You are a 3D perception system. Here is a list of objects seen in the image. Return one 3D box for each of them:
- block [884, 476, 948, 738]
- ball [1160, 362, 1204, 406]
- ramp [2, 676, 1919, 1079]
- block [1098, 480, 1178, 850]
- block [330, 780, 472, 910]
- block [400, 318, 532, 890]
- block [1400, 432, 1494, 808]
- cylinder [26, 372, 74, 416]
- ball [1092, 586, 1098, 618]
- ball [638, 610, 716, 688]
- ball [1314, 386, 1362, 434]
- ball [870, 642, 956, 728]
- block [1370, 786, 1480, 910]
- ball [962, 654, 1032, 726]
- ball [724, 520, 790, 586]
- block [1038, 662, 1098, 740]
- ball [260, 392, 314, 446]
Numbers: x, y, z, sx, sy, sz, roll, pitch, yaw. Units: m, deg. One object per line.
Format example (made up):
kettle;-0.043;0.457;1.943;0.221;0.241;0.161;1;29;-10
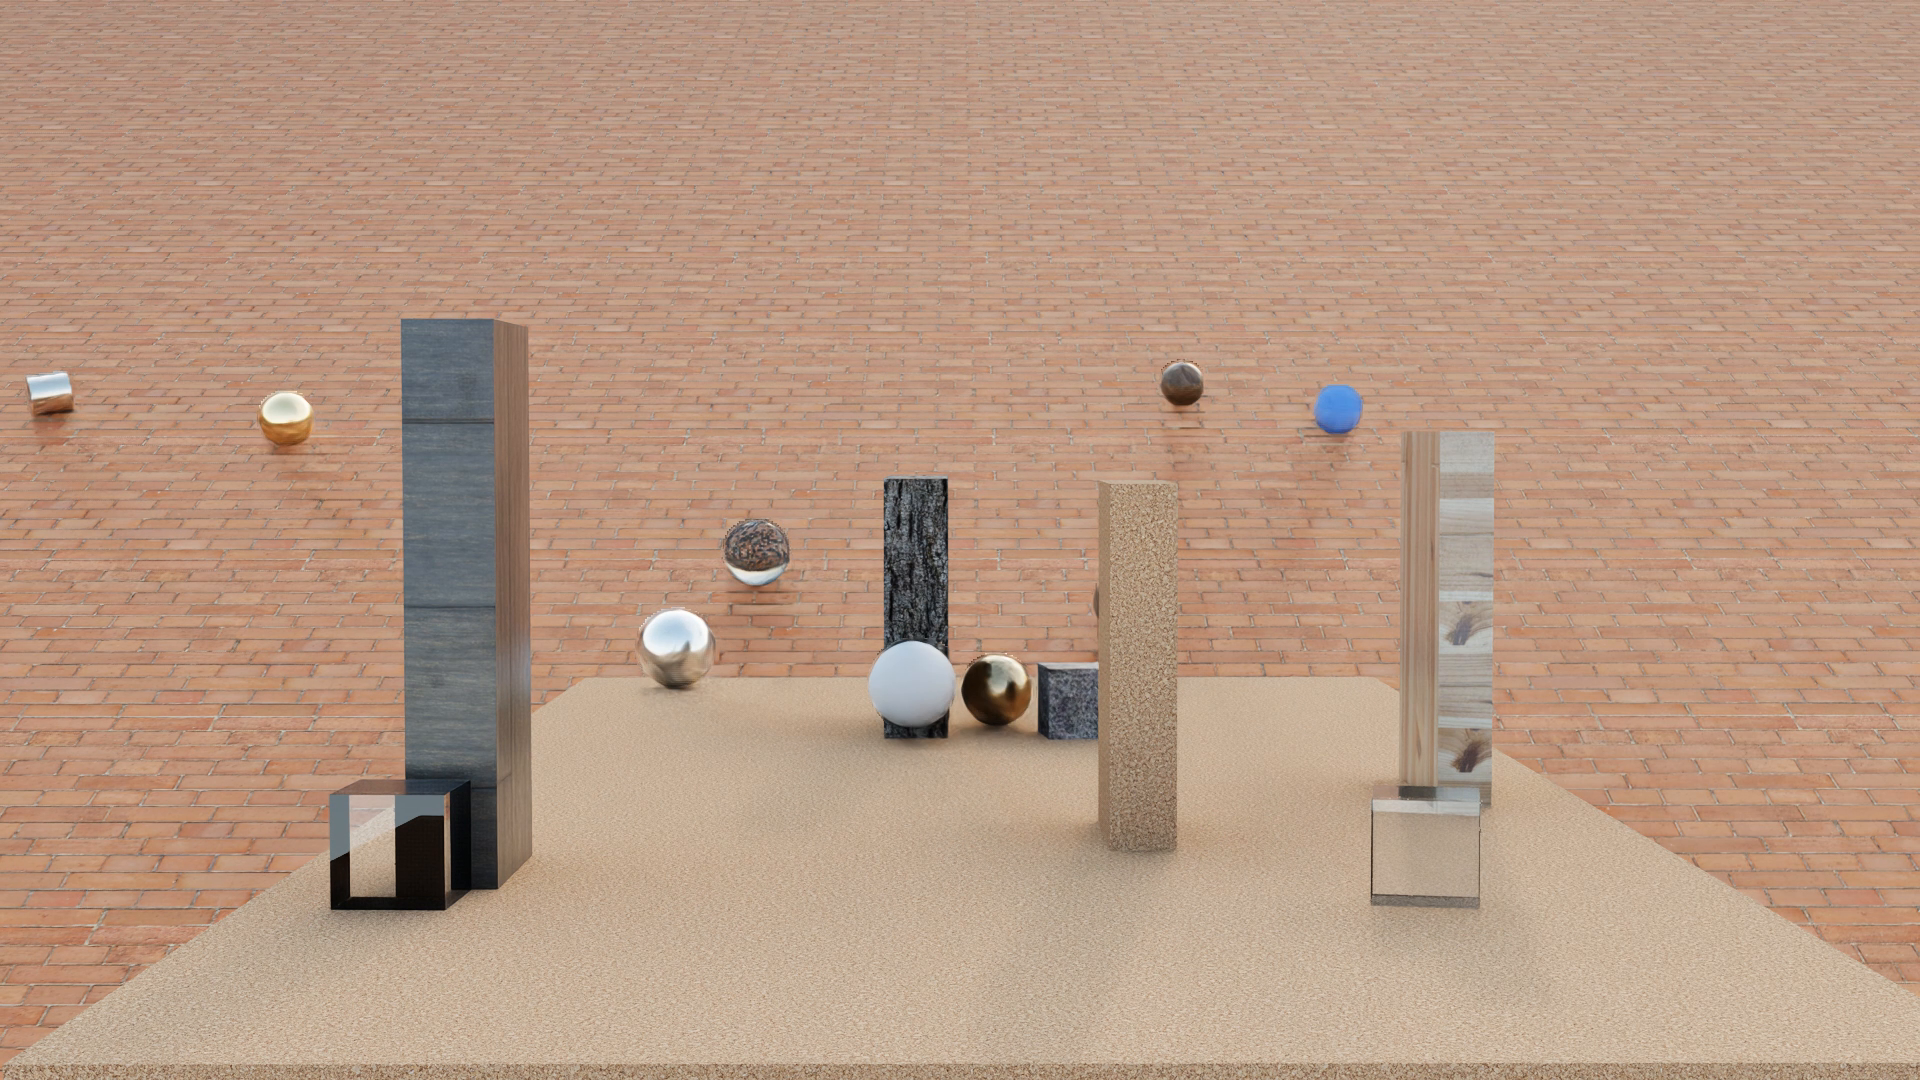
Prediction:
block;-0.090;0.131;5.438;0.130;0.528;0.435;0;2;0
ball;0.745;-0.522;8.624;0.147;0.147;0.147;0;23;0
ramp;0.053;0.482;4.539;2.000;0.100;4.000;0;2;0
block;0.272;0.183;3.972;0.100;0.545;0.306;0;2;0
block;-0.743;0.404;3.428;0.151;0.151;0.151;0;2;2
block;-0.692;0.083;3.633;0.125;0.775;0.285;0;2;0
block;0.836;0.124;4.440;0.089;0.623;0.372;0;2;0
cylinder;-3.026;-0.484;8.557;0.127;0.127;0.127;-11;26;-24
ball;0.445;0.169;6.978;0.169;0.169;0.169;0;23;0
ball;-0.690;0.265;6.264;0.190;0.190;0.190;0;23;0
ball;1.230;-0.422;8.379;0.155;0.155;0.155;0;23;0
ball;-0.094;0.289;5.140;0.174;0.174;0.174;0;23;0
block;0.622;0.408;3.436;0.140;0.140;0.140;0;2;11
ball;0.078;0.319;5.456;0.150;0.150;0.150;0;23;0
ball;-0.573;0.037;7.268;0.185;0.185;0.185;0;23;0
block;0.242;0.329;5.296;0.143;0.143;0.143;0;2;-8
ball;-2.164;-0.388;8.278;0.173;0.173;0.173;0;23;0
